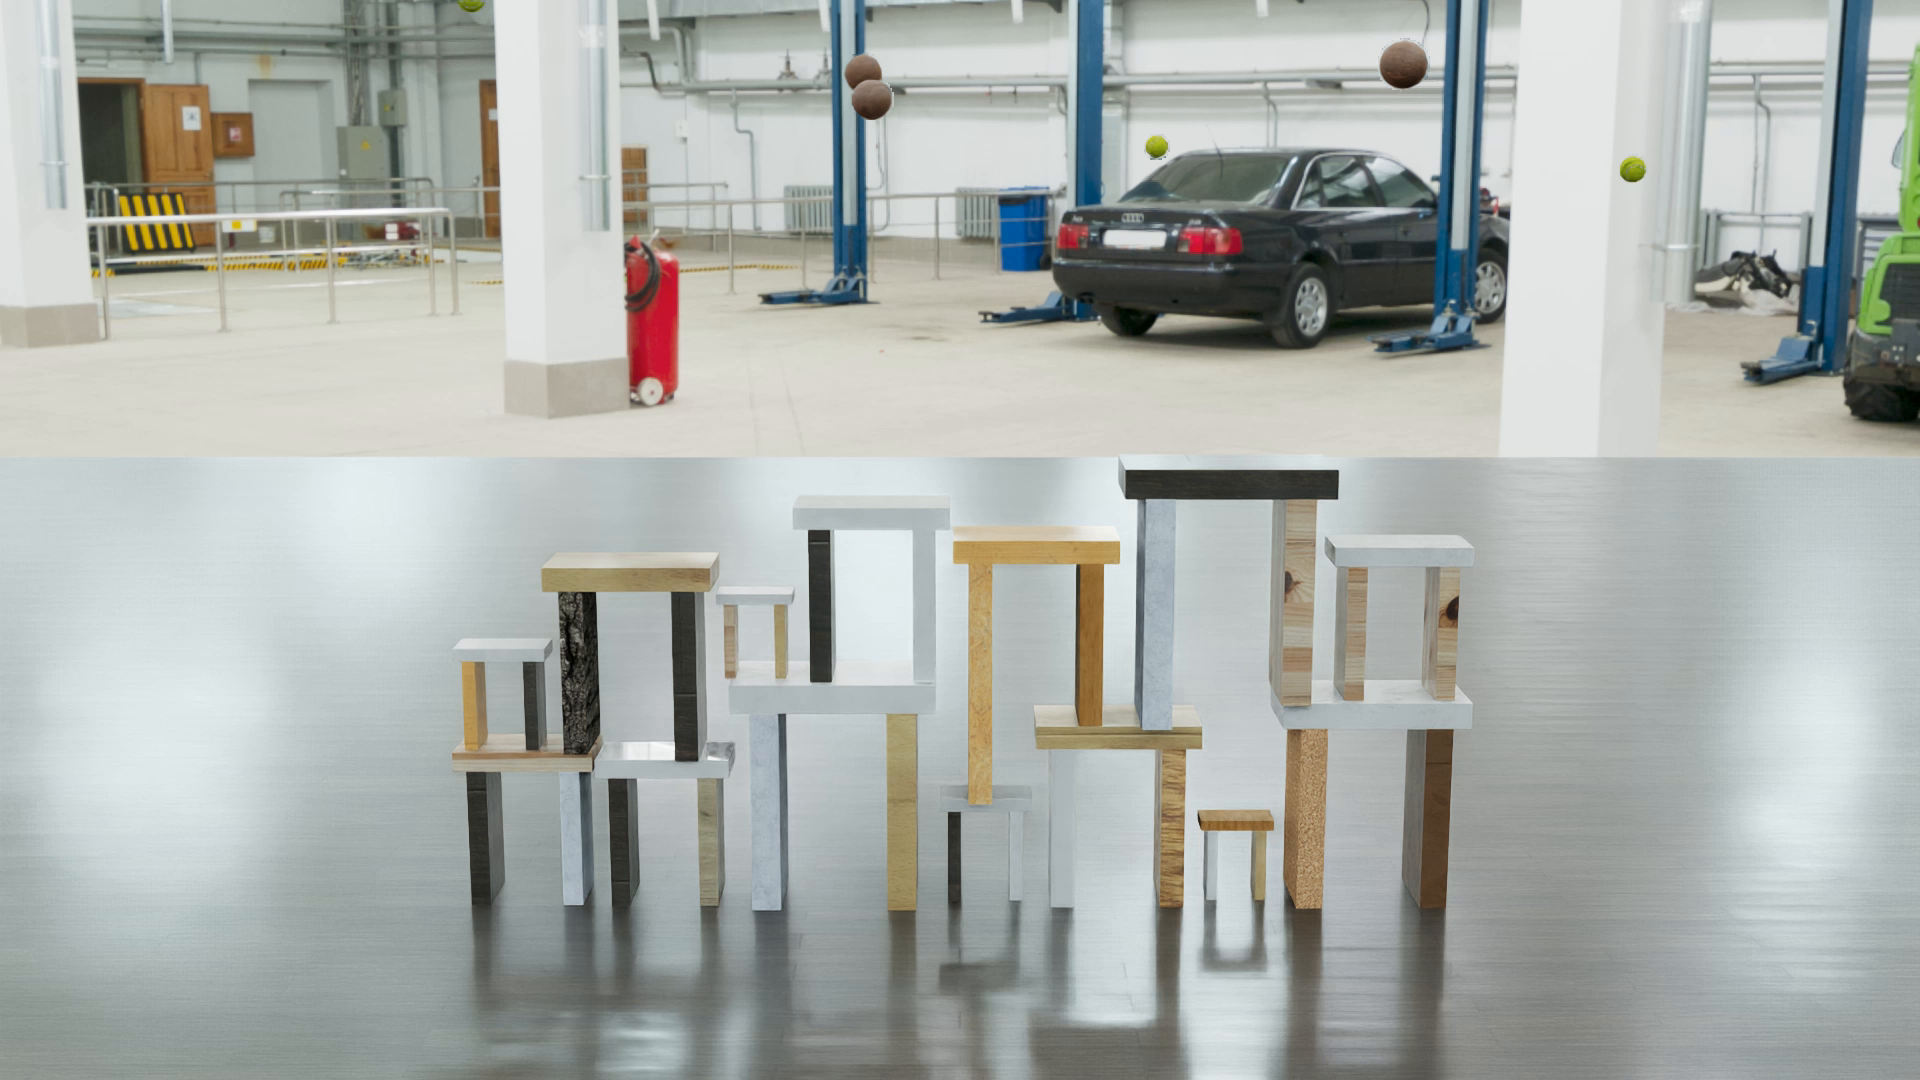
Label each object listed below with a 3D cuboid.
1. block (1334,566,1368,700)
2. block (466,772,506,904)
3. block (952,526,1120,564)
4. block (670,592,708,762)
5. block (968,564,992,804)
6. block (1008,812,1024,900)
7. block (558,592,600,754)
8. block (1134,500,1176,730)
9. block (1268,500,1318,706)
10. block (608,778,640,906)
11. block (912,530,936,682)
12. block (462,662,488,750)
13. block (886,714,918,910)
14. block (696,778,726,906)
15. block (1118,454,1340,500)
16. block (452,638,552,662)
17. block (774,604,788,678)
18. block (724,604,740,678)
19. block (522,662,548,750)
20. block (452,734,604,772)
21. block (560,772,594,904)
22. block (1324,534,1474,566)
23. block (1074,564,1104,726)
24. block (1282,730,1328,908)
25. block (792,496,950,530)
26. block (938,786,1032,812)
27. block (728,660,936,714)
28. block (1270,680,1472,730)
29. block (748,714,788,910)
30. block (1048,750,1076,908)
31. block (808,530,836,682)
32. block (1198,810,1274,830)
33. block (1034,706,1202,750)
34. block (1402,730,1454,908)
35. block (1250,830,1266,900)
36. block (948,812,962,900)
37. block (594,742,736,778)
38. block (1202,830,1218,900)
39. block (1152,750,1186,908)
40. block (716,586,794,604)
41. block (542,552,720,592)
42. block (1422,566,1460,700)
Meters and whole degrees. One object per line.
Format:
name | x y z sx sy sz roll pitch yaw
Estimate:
block | 0.637 0.141 3.586 0.031 0.221 0.110 0 11 0
block | -0.787 0.478 3.651 0.032 0.227 0.113 0 11 0
block | 0.122 0.008 3.564 0.266 0.038 0.133 0 11 0
block | -0.443 0.208 3.601 0.038 0.280 0.135 0 11 0
block | 0.033 0.222 3.604 0.038 0.398 0.133 0 11 0
block | 0.093 0.514 3.660 0.022 0.153 0.077 0 11 0
block | -0.622 0.203 3.600 0.038 0.269 0.135 0 11 0
block | 0.316 0.106 3.574 0.047 0.375 0.167 0 11 0
block | 0.539 0.086 3.571 0.047 0.335 0.167 0 11 1
block | -0.557 0.484 3.646 0.031 0.217 0.108 0 11 0
block | -0.058 0.095 3.579 0.035 0.249 0.125 0 11 0
block | -0.796 0.263 3.606 0.021 0.148 0.074 0 11 0
block | -0.095 0.427 3.642 0.047 0.331 0.166 0 11 0
block | -0.412 0.484 3.646 0.031 0.217 0.108 0 11 0
block | 0.428 -0.102 3.536 0.335 0.047 0.167 0 11 0
block | -0.746 0.179 3.590 0.148 0.021 0.074 0 11 0
block | -0.291 0.159 3.584 0.017 0.122 0.061 0 11 0
block | -0.373 0.159 3.584 0.017 0.122 0.061 0 11 0
block | -0.697 0.263 3.606 0.021 0.148 0.074 0 11 0
block | -0.711 0.351 3.627 0.227 0.032 0.113 0 11 0
block | -0.636 0.478 3.651 0.032 0.227 0.113 0 11 0
block | 0.710 0.017 3.564 0.220 0.031 0.110 0 11 0
block | 0.211 0.157 3.591 0.038 0.266 0.133 0 11 0
block | 0.572 0.440 3.646 0.043 0.303 0.152 0 11 0
block | -0.141 -0.045 3.553 0.249 0.035 0.125 0 11 0
block | 0.042 0.428 3.644 0.153 0.022 0.077 0 11 0
block | -0.205 0.241 3.607 0.331 0.047 0.166 0 11 0
block | 0.673 0.270 3.614 0.303 0.043 0.152 0 11 0
block | -0.316 0.427 3.642 0.047 0.331 0.166 0 11 0
block | 0.168 0.458 3.646 0.038 0.268 0.134 0 11 0
block | -0.224 0.095 3.579 0.035 0.249 0.125 0 11 0
block | 0.456 0.464 3.644 0.120 0.017 0.060 0 11 0
block | 0.258 0.307 3.617 0.268 0.038 0.134 0 11 0
block | 0.774 0.440 3.646 0.043 0.303 0.152 0 11 0
block | 0.496 0.531 3.657 0.017 0.120 0.060 0 11 0
block | -0.009 0.514 3.660 0.022 0.153 0.077 0 11 0
block | -0.484 0.362 3.623 0.217 0.031 0.108 0 11 0
block | 0.417 0.531 3.657 0.017 0.120 0.060 0 11 0
block | 0.347 0.458 3.646 0.038 0.268 0.134 0 11 0
block | -0.332 0.090 3.571 0.122 0.017 0.061 0 11 0
block | -0.533 0.052 3.572 0.269 0.038 0.135 0 11 0
block | 0.784 0.141 3.586 0.031 0.220 0.110 0 11 0
